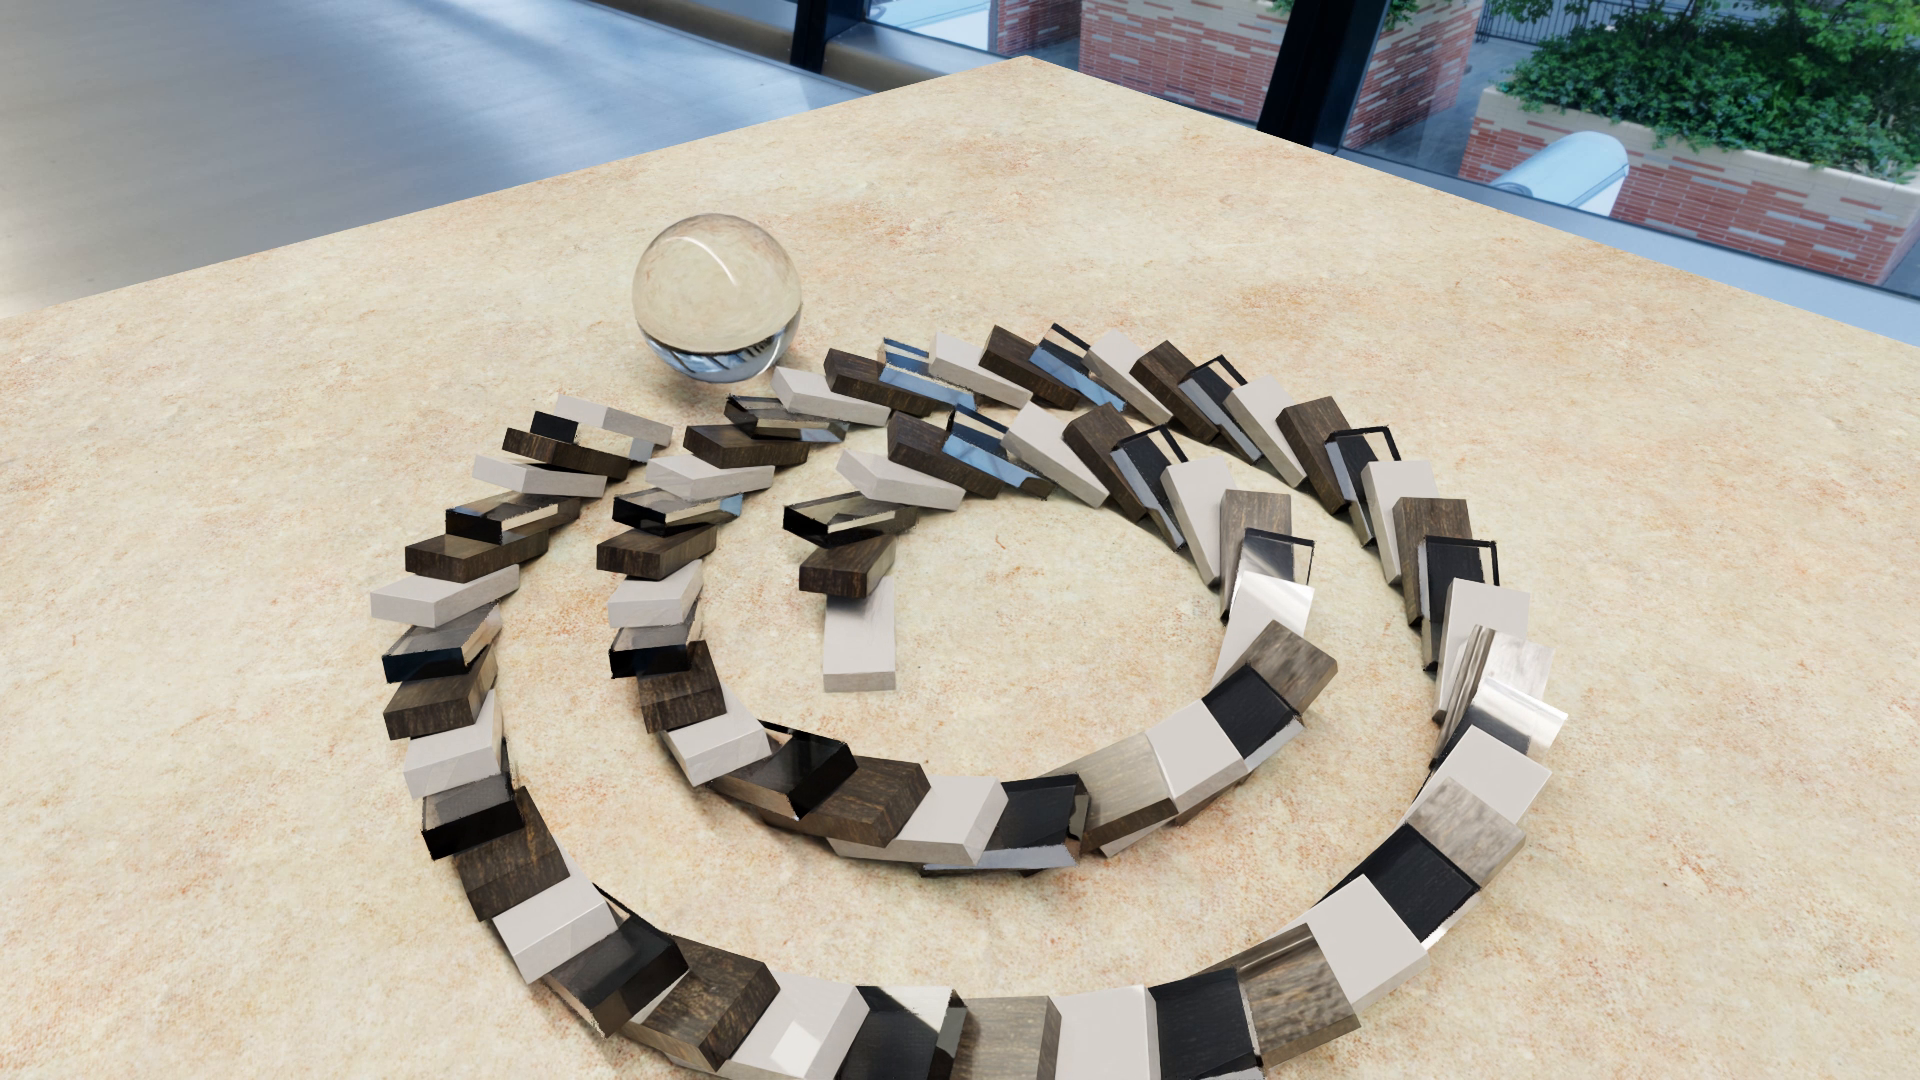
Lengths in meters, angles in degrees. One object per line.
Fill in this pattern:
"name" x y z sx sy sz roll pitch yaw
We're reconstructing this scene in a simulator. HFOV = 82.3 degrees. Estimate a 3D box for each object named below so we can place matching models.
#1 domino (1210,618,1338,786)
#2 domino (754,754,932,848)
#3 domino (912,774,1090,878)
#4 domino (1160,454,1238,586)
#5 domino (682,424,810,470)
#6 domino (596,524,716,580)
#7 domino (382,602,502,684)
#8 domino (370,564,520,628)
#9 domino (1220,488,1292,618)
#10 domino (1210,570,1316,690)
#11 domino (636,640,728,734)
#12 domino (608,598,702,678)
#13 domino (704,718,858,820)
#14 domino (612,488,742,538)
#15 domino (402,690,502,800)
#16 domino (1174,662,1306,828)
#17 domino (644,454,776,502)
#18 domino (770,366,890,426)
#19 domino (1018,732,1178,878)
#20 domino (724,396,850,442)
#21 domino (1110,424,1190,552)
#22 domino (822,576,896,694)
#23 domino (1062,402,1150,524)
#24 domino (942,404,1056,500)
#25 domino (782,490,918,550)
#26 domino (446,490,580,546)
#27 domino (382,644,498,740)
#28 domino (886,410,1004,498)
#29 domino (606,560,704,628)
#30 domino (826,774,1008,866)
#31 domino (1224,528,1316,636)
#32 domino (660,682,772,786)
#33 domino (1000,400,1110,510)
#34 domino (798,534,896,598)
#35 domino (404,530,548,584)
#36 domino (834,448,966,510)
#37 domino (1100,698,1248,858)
"domino" 0.098 0.053 0.361 0.050 0.009 0.025 -47 55 -9
"domino" -0.036 0.077 0.333 0.050 0.010 0.025 -2 32 39
"domino" 0.012 0.084 0.324 0.050 0.009 0.025 -13 34 26
"domino" 0.101 -0.008 0.437 0.025 0.010 0.050 -12 66 -14
"domino" -0.092 -0.041 0.478 0.025 0.009 0.050 29 23 31
"domino" -0.116 0.002 0.424 0.025 0.010 0.050 8 15 10
"domino" -0.180 0.035 0.385 0.025 0.009 0.050 -6 15 -8
"domino" -0.188 0.018 0.405 0.025 0.010 0.050 8 15 10
"domino" 0.113 0.006 0.419 0.025 0.009 0.050 5 66 3
"domino" 0.105 0.037 0.382 0.025 0.009 0.050 15 67 17
"domino" -0.094 0.048 0.369 0.025 0.010 0.050 -13 16 -16
"domino" -0.106 0.034 0.387 0.025 0.010 0.050 -5 15 -7
"domino" -0.058 0.070 0.342 0.050 0.010 0.025 3 31 46
"domino" -0.113 -0.013 0.444 0.025 0.009 0.050 17 18 20
"domino" -0.160 0.064 0.350 0.025 0.010 0.050 -16 18 -18
"domino" 0.081 0.064 0.348 0.050 0.009 0.025 -38 48 -3
"domino" -0.104 -0.028 0.462 0.025 0.010 0.050 23 20 25
"domino" -0.060 -0.066 0.508 0.050 0.010 0.025 6 32 -35
"domino" 0.037 0.079 0.330 0.050 0.010 0.025 -25 39 9
"domino" -0.078 -0.054 0.494 0.050 0.009 0.025 -3 32 -45
"domino" 0.086 -0.022 0.454 0.025 0.009 0.050 -21 70 -26
"domino" -0.036 0.034 0.402 0.025 0.010 0.050 -2 39 -3
"domino" 0.069 -0.033 0.467 0.025 0.010 0.050 -29 74 -33
"domino" 0.018 -0.038 0.473 0.050 0.009 0.025 25 37 -12
"domino" -0.043 -0.009 0.440 0.025 0.010 0.050 23 25 35
"domino" -0.178 -0.010 0.440 0.025 0.009 0.050 11 16 13
"domino" -0.172 0.050 0.367 0.025 0.009 0.050 -10 16 -12
"domino" -0.006 -0.036 0.470 0.050 0.010 0.025 20 33 -19
"domino" -0.111 0.019 0.404 0.025 0.010 0.050 -3 15 -4
"domino" -0.013 0.082 0.327 0.050 0.009 0.025 -7 32 33
"domino" 0.112 0.022 0.400 0.025 0.010 0.050 12 66 12
"domino" -0.081 0.061 0.353 0.025 0.010 0.050 -20 18 -22
"domino" 0.044 -0.037 0.472 0.050 0.009 0.025 34 44 0
"domino" -0.042 0.008 0.418 0.025 0.009 0.050 6 17 8
"domino" -0.185 0.003 0.423 0.025 0.010 0.050 11 16 13
"domino" -0.024 -0.025 0.454 0.050 0.009 0.025 6 26 -46
"domino" 0.060 0.073 0.338 0.050 0.010 0.025 -32 43 2
